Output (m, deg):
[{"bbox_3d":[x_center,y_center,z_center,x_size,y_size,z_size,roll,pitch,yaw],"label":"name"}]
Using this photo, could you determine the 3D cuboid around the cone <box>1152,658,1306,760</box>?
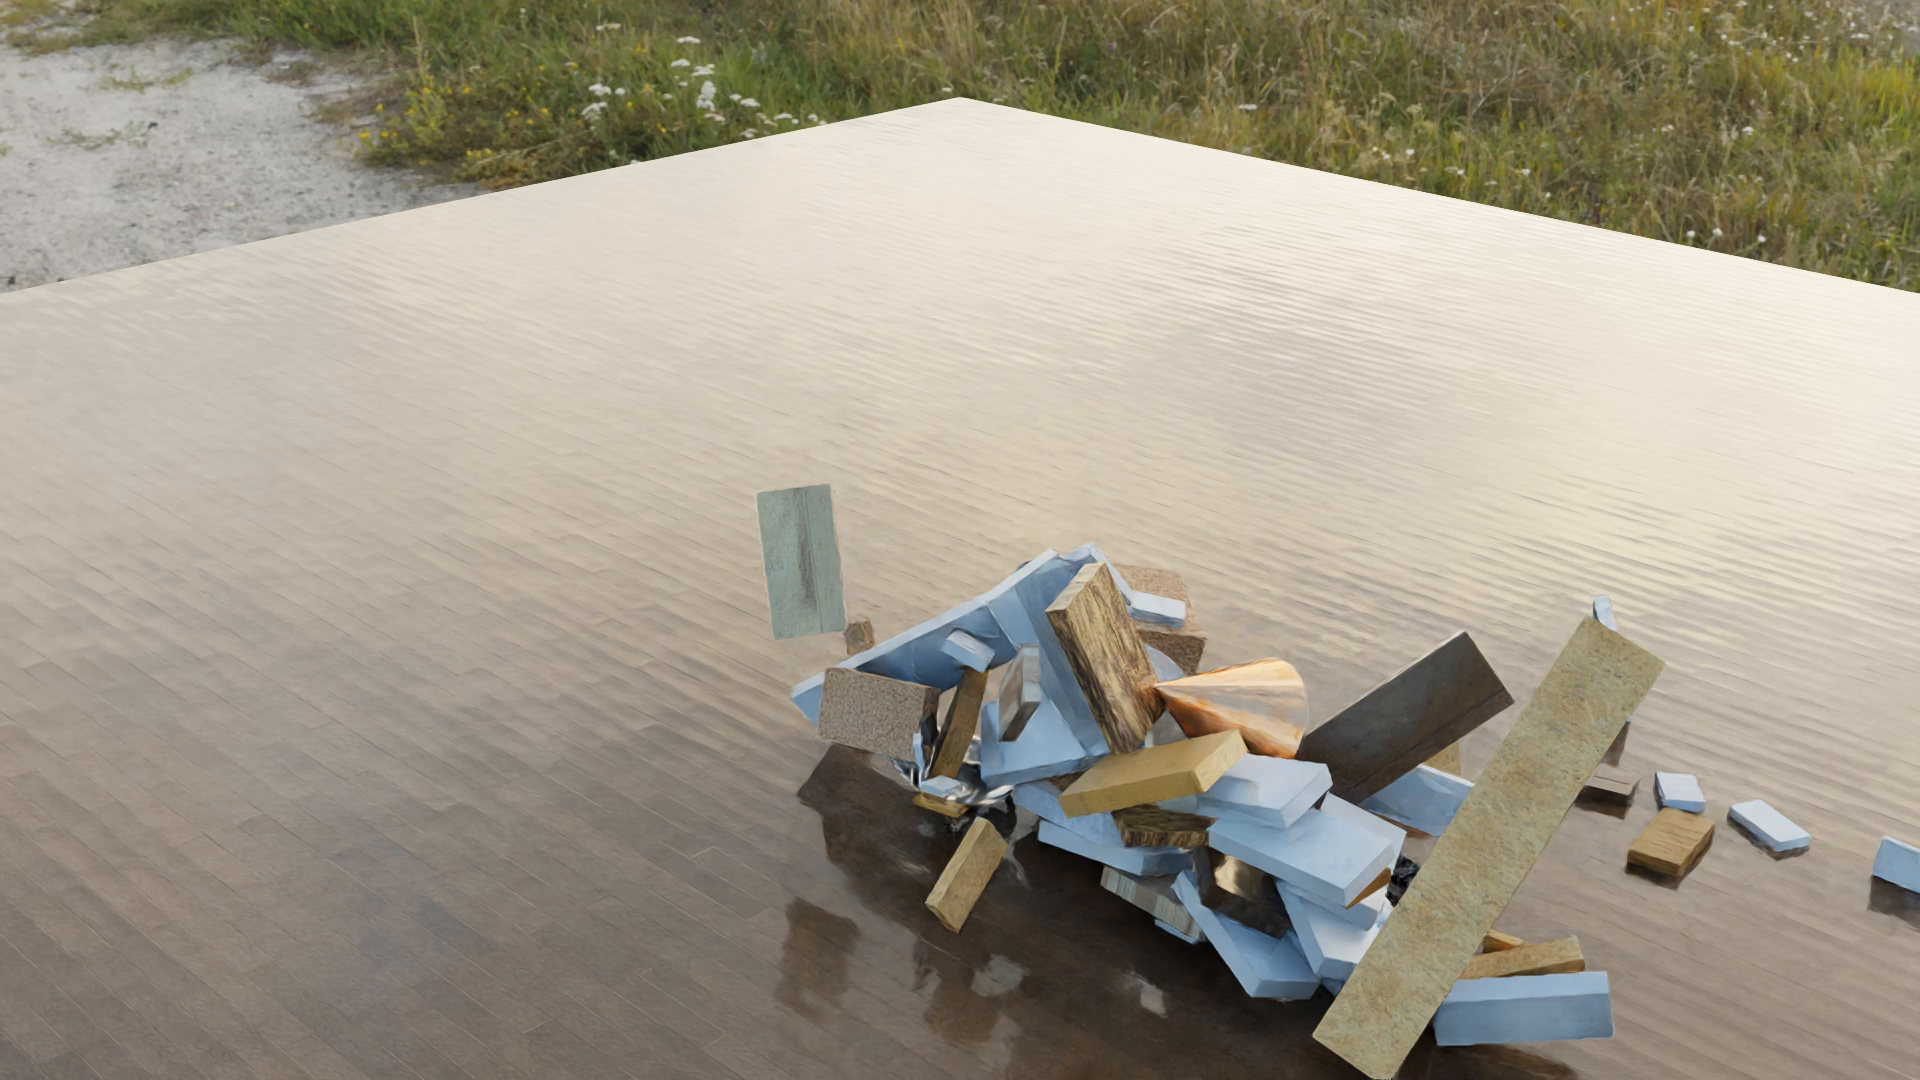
[{"bbox_3d":[0.458,0.310,4.119,0.269,0.269,0.269,22,10,-32],"label":"cone"}]

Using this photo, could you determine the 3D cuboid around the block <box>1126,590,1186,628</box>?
[{"bbox_3d":[0.389,0.140,4.597,0.163,0.023,0.081,13,26,1],"label":"block"}]

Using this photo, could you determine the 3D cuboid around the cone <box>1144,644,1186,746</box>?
[{"bbox_3d":[0.293,0.394,4.268,0.294,0.294,0.294,5,30,11],"label":"cone"}]

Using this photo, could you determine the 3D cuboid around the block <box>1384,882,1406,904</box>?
[{"bbox_3d":[0.731,0.624,4.268,0.405,0.018,0.063,21,31,41],"label":"block"}]

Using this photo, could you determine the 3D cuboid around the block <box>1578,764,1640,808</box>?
[{"bbox_3d":[1.294,0.494,4.558,0.204,0.029,0.102,13,26,27],"label":"block"}]

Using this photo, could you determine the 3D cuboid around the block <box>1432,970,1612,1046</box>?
[{"bbox_3d":[0.932,0.781,3.661,0.288,0.144,0.041,-7,47,14],"label":"block"}]

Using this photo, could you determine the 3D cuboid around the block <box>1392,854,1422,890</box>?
[{"bbox_3d":[0.841,0.632,4.203,0.063,0.018,0.127,-14,27,-31],"label":"block"}]

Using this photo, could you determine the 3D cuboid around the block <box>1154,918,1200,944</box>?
[{"bbox_3d":[0.411,0.714,4.060,0.047,0.013,0.095,-21,31,-40],"label":"block"}]

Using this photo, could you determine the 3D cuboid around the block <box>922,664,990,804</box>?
[{"bbox_3d":[-0.005,0.373,4.334,0.047,0.165,0.330,21,20,-1],"label":"block"}]

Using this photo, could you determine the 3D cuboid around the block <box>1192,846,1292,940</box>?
[{"bbox_3d":[0.504,0.586,3.985,0.161,0.046,0.321,25,22,-10],"label":"block"}]

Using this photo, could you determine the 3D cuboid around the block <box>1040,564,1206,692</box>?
[{"bbox_3d":[0.323,0.247,4.715,0.292,0.292,0.292,7,26,-11],"label":"block"}]

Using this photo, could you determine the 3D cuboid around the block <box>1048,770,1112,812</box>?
[{"bbox_3d":[0.285,0.479,4.355,0.175,0.049,0.349,7,4,-12],"label":"block"}]

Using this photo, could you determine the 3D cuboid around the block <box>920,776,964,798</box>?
[{"bbox_3d":[-0.034,0.455,4.062,0.048,0.014,0.096,17,9,20],"label":"block"}]

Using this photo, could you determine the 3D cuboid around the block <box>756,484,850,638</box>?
[{"bbox_3d":[-0.319,0.043,4.450,0.148,0.297,0.042,-7,-1,3],"label":"block"}]

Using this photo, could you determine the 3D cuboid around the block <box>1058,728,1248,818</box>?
[{"bbox_3d":[0.343,0.420,3.938,0.318,0.045,0.159,-18,11,42],"label":"block"}]

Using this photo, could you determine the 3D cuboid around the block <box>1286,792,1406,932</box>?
[{"bbox_3d":[0.699,0.576,3.964,0.161,0.046,0.321,27,25,10],"label":"block"}]

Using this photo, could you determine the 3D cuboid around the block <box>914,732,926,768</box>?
[{"bbox_3d":[-0.078,0.402,4.202,0.014,0.048,0.096,-12,6,0],"label":"block"}]

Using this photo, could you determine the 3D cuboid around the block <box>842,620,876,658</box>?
[{"bbox_3d":[-0.214,0.263,4.906,0.023,0.163,0.081,-13,-1,-37],"label":"block"}]

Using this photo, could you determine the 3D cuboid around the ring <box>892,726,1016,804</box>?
[{"bbox_3d":[-0.012,0.459,4.497,0.266,0.089,0.266,16,13,-4],"label":"ring"}]

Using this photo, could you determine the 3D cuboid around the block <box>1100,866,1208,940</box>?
[{"bbox_3d":[0.402,0.665,4.051,0.140,0.040,0.280,5,10,-37],"label":"block"}]

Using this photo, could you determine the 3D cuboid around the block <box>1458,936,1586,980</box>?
[{"bbox_3d":[0.910,0.745,3.725,0.288,0.144,0.041,-14,56,10],"label":"block"}]

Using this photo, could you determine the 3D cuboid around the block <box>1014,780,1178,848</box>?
[{"bbox_3d":[0.264,0.531,4.286,0.175,0.049,0.349,6,4,-27],"label":"block"}]

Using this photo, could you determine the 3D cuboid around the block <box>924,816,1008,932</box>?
[{"bbox_3d":[0.014,0.601,3.958,0.027,0.094,0.187,14,61,38],"label":"block"}]

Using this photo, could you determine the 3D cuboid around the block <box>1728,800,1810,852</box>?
[{"bbox_3d":[1.615,0.569,4.391,0.076,0.022,0.152,-8,24,-18],"label":"block"}]

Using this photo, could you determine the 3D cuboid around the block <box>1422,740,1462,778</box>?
[{"bbox_3d":[0.910,0.441,4.532,0.234,0.117,0.033,-3,-5,-4],"label":"block"}]

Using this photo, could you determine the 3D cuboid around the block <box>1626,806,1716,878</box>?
[{"bbox_3d":[1.401,0.593,4.327,0.102,0.029,0.204,16,28,33],"label":"block"}]

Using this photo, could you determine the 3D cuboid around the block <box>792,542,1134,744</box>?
[{"bbox_3d":[-0.005,0.219,4.548,0.766,0.149,0.042,-27,30,26],"label":"block"}]

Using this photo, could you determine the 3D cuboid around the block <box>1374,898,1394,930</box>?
[{"bbox_3d":[0.666,0.644,4.057,0.161,0.046,0.321,-7,24,-17],"label":"block"}]

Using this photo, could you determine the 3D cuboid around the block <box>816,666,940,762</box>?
[{"bbox_3d":[-0.167,0.351,4.443,0.297,0.148,0.042,8,1,45],"label":"block"}]

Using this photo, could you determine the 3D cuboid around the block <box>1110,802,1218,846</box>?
[{"bbox_3d":[0.384,0.510,3.961,0.204,0.029,0.102,3,25,-13],"label":"block"}]

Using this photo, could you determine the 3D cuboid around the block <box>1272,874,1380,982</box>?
[{"bbox_3d":[0.652,0.664,3.851,0.144,0.041,0.288,14,26,-17],"label":"block"}]

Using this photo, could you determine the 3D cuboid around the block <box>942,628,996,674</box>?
[{"bbox_3d":[0.019,0.221,4.396,0.094,0.027,0.187,29,6,3],"label":"block"}]

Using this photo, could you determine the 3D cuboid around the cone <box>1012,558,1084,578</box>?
[{"bbox_3d":[0.180,0.188,4.204,0.220,0.220,0.220,6,55,14],"label":"cone"}]

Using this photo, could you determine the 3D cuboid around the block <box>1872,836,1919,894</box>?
[{"bbox_3d":[1.819,0.628,4.180,0.022,0.076,0.152,-3,19,-44],"label":"block"}]

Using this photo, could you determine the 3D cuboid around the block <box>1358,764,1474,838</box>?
[{"bbox_3d":[0.903,0.502,4.274,0.234,0.117,0.033,20,12,18],"label":"block"}]

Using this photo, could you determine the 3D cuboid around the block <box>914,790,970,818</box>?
[{"bbox_3d":[-0.037,0.535,4.480,0.105,0.015,0.053,14,27,30],"label":"block"}]

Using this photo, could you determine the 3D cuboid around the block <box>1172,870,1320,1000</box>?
[{"bbox_3d":[0.501,0.693,3.868,0.140,0.040,0.280,10,28,-35],"label":"block"}]

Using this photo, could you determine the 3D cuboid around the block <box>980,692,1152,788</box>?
[{"bbox_3d":[0.202,0.364,4.216,0.330,0.047,0.165,-13,52,18],"label":"block"}]

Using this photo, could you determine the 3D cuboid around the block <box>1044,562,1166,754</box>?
[{"bbox_3d":[0.273,0.217,4.035,0.045,0.318,0.159,-8,27,40],"label":"block"}]

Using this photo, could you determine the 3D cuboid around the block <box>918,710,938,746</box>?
[{"bbox_3d":[-0.060,0.362,4.229,0.014,0.048,0.096,-13,4,9],"label":"block"}]

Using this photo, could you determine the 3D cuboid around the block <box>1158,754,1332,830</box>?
[{"bbox_3d":[0.499,0.437,3.895,0.288,0.041,0.144,3,30,46],"label":"block"}]

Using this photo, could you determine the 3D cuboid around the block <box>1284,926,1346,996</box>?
[{"bbox_3d":[0.690,0.725,3.988,0.175,0.049,0.349,-11,25,-23],"label":"block"}]

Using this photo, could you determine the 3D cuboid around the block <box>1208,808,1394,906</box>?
[{"bbox_3d":[0.588,0.526,3.802,0.288,0.041,0.144,20,43,40],"label":"block"}]

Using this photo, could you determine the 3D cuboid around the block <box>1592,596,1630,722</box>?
[{"bbox_3d":[1.475,0.265,4.983,0.033,0.117,0.408,-4,22,11],"label":"block"}]

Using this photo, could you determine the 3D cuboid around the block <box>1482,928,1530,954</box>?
[{"bbox_3d":[0.996,0.741,3.930,0.127,0.063,0.018,16,43,34],"label":"block"}]

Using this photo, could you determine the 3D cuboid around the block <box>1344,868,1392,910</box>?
[{"bbox_3d":[0.605,0.535,3.850,0.102,0.029,0.321,-26,34,-24],"label":"block"}]

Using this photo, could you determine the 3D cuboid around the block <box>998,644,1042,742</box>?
[{"bbox_3d":[0.102,0.264,3.787,0.029,0.204,0.102,3,65,-10],"label":"block"}]

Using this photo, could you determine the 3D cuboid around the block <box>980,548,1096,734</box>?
[{"bbox_3d":[0.191,0.190,4.105,0.159,0.318,0.045,-35,20,-5],"label":"block"}]

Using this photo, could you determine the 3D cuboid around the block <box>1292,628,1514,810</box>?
[{"bbox_3d":[0.788,0.395,4.246,0.552,0.165,0.047,-35,-2,8],"label":"block"}]

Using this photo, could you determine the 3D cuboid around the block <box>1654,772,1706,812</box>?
[{"bbox_3d":[1.471,0.514,4.495,0.076,0.022,0.152,4,16,9],"label":"block"}]

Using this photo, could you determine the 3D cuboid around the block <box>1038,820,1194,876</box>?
[{"bbox_3d":[0.297,0.586,4.213,0.140,0.040,0.280,4,5,-42],"label":"block"}]

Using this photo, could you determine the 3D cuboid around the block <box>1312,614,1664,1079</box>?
[{"bbox_3d":[0.864,0.511,3.609,0.144,0.828,0.041,33,4,17],"label":"block"}]
